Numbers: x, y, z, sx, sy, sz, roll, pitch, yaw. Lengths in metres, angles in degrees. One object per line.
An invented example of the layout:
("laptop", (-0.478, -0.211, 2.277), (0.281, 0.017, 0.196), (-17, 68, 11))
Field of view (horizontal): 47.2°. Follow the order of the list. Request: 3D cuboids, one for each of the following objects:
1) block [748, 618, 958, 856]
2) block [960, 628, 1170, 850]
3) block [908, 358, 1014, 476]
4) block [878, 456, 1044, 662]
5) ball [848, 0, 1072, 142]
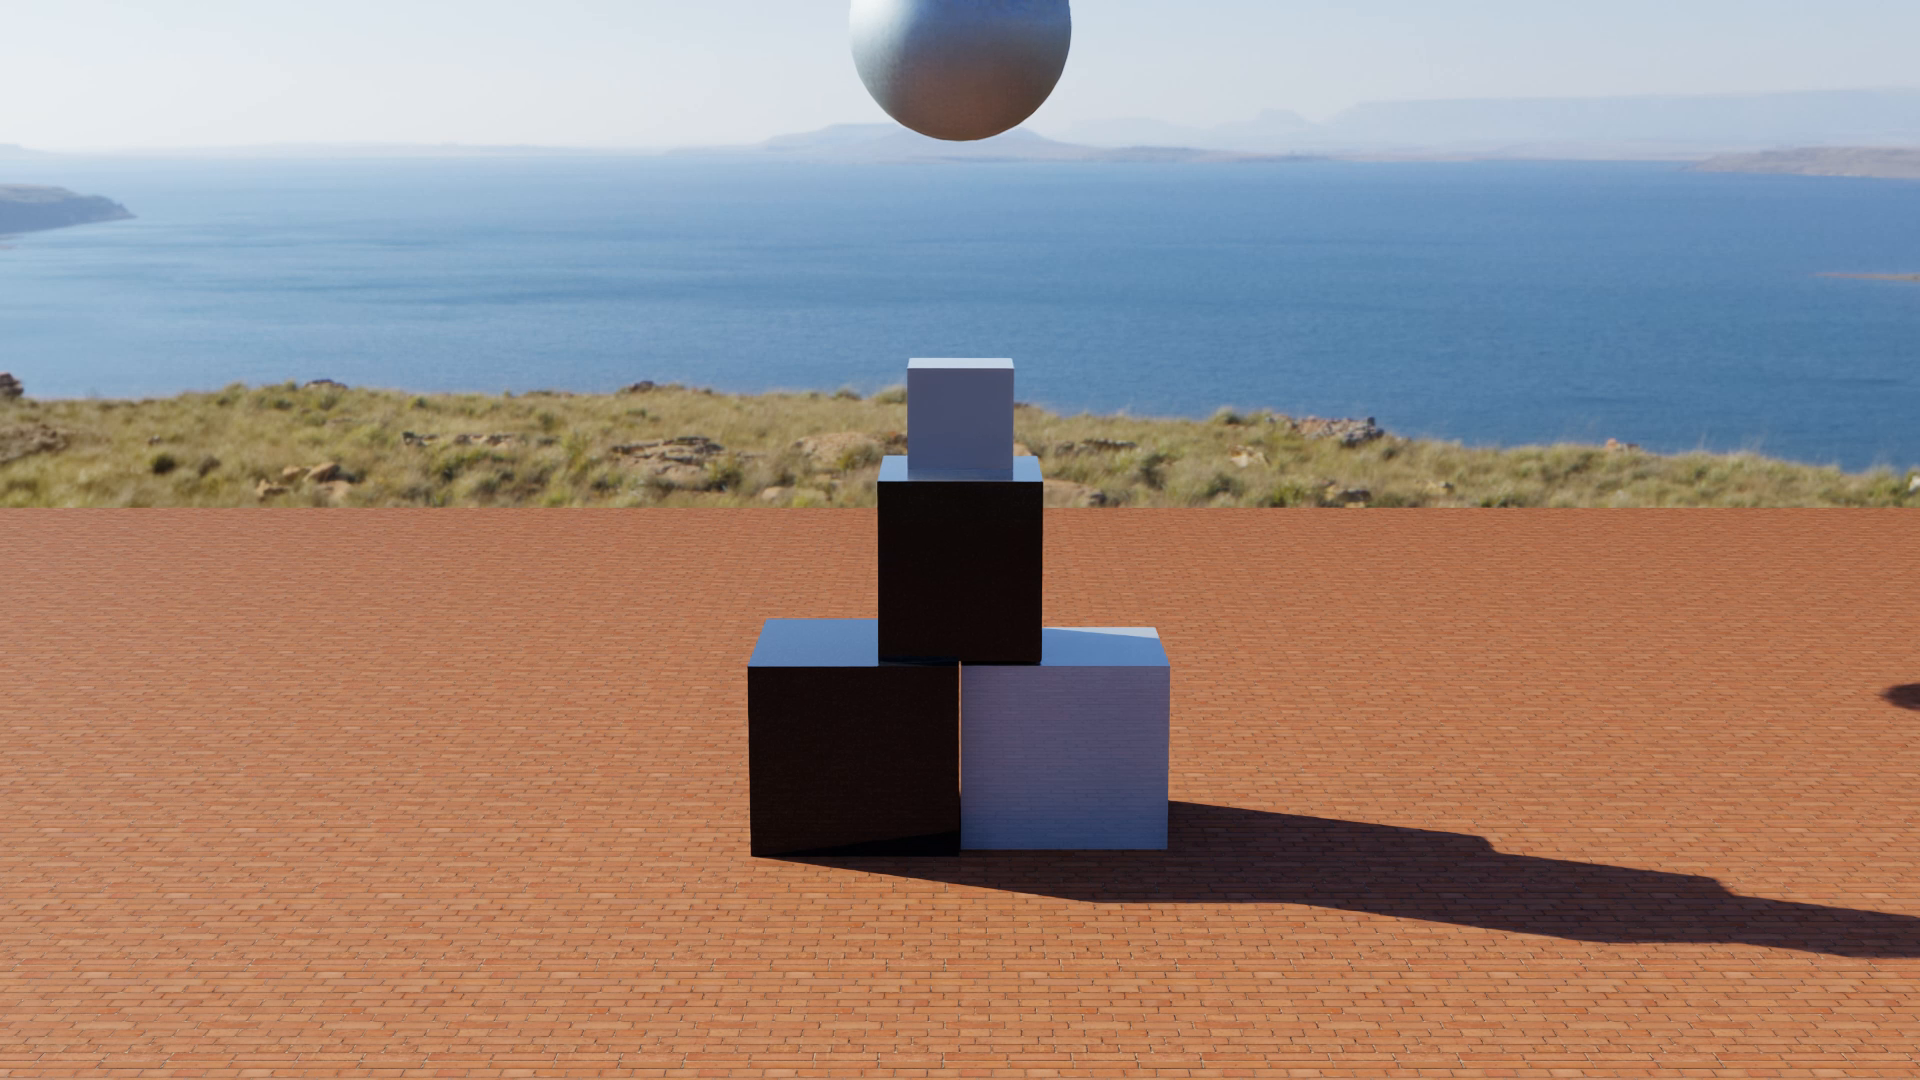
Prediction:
("block", (-0.523, 0.997, 11.369), (1.034, 0.970, 1.087), (0, 10, 0))
("block", (0.522, 1.009, 11.374), (1.035, 0.945, 0.872), (0, 10, 0))
("block", (0.003, -0.627, 11.084), (0.523, 0.531, 0.507), (0, 10, 0))
("block", (0.001, 0.078, 11.205), (0.807, 0.899, 0.879), (0, 10, 0))
("ball", (0.000, -3.655, 15.704), (1.600, 1.600, 1.600), (0, 10, 0))
